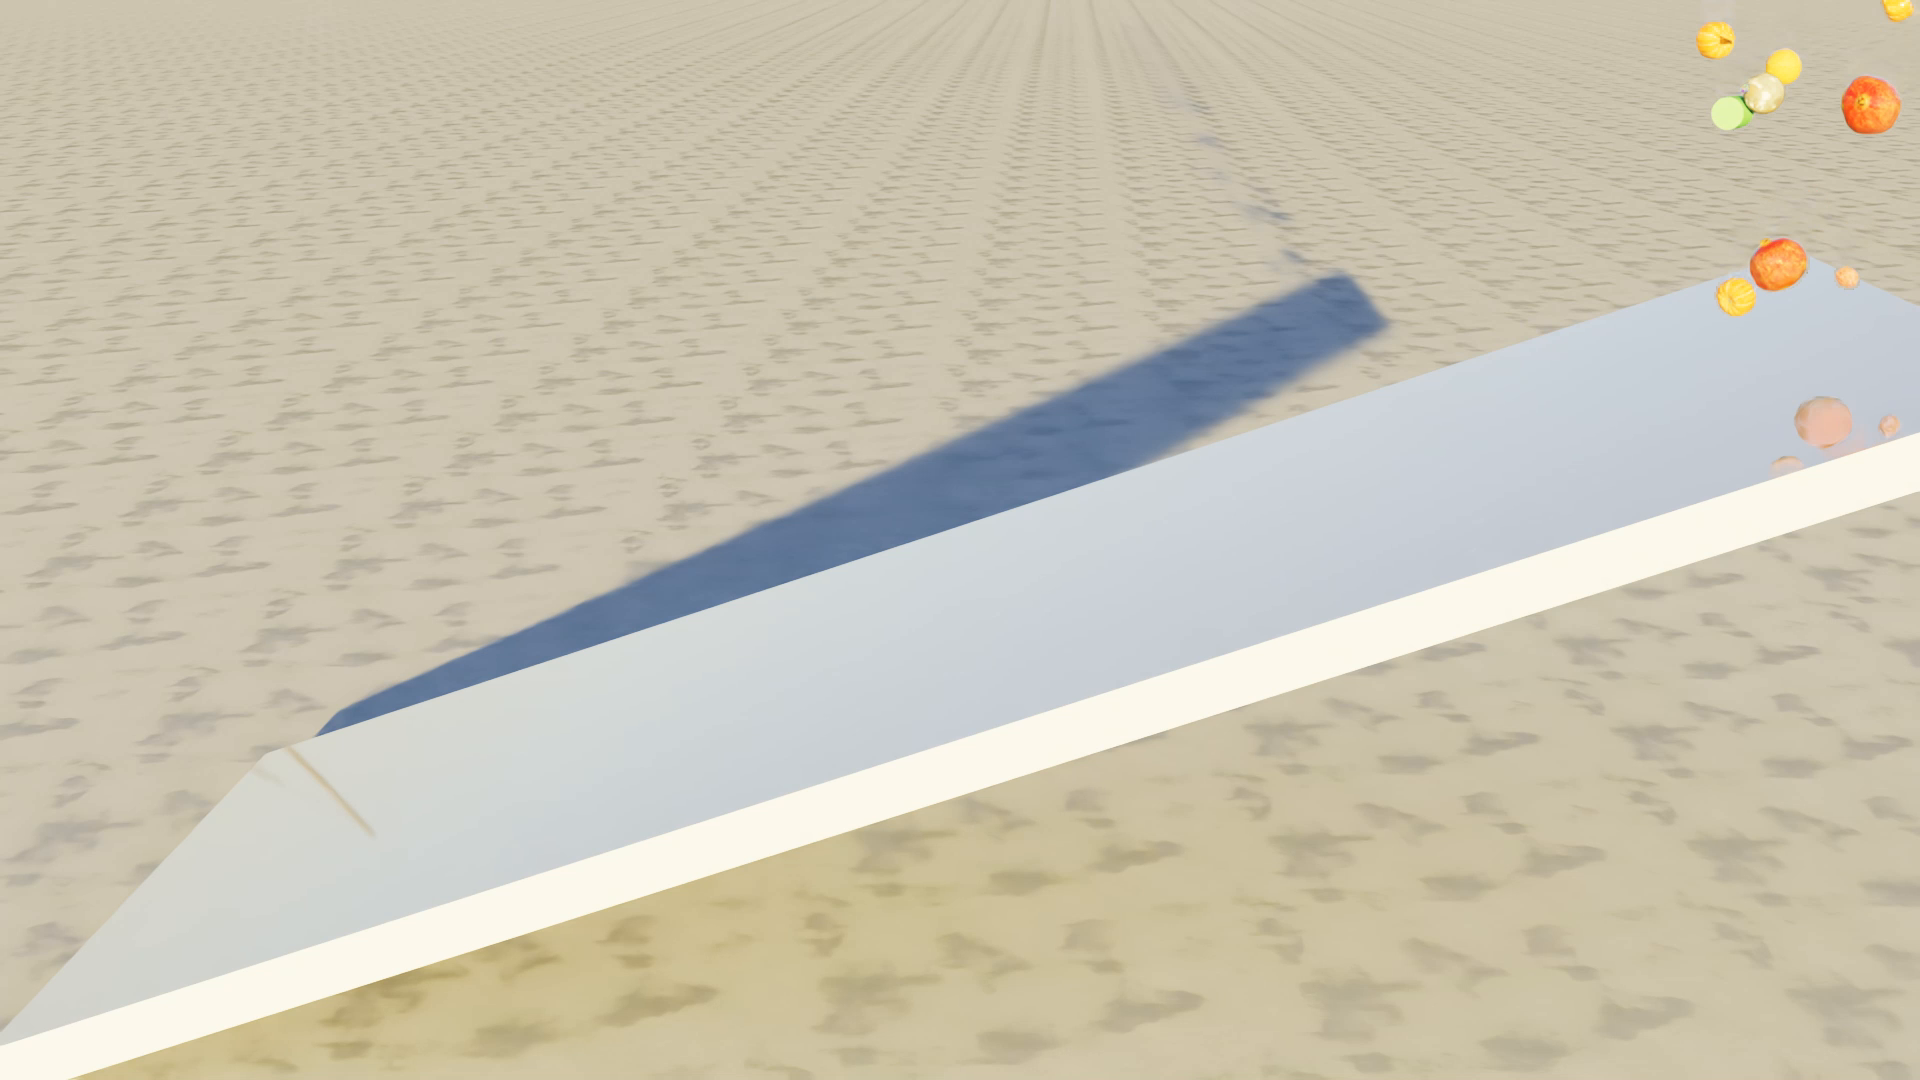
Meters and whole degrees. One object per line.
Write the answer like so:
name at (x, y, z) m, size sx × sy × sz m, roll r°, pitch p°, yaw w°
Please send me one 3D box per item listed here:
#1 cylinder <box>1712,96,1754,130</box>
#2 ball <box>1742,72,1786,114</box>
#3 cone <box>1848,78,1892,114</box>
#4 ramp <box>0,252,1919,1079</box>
cylinder at (1.583, -0.876, 6.026) m, size 0.066 × 0.066 × 0.066 m, roll 7°, pitch 15°, yaw 31°
ball at (1.636, -0.909, 5.984) m, size 0.083 × 0.083 × 0.083 m, roll 0°, pitch 12°, yaw 0°
cone at (1.865, -0.890, 5.993) m, size 0.078 × 0.078 × 0.078 m, roll 24°, pitch 16°, yaw 6°
ramp at (0.107, 0.180, 6.305) m, size 4.000 × 0.100 × 2.000 m, roll -18°, pitch 11°, yaw 6°
